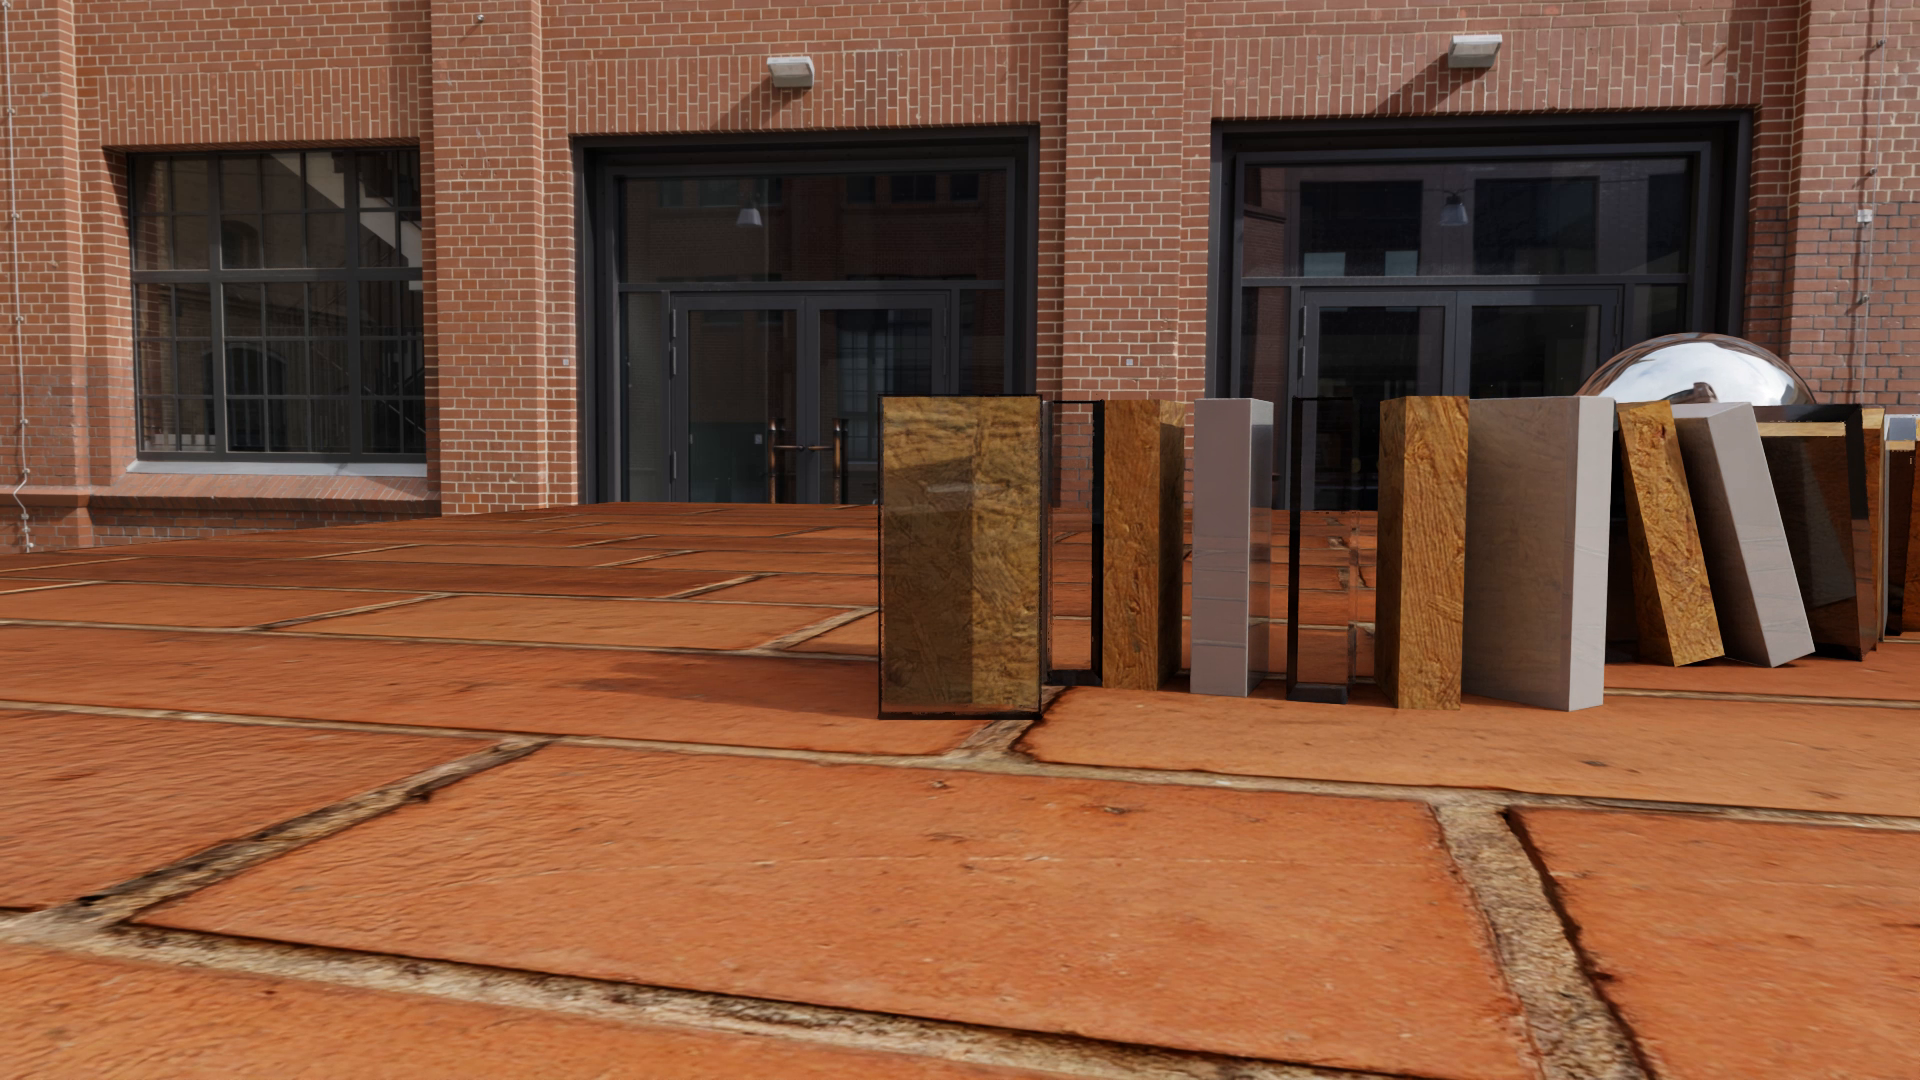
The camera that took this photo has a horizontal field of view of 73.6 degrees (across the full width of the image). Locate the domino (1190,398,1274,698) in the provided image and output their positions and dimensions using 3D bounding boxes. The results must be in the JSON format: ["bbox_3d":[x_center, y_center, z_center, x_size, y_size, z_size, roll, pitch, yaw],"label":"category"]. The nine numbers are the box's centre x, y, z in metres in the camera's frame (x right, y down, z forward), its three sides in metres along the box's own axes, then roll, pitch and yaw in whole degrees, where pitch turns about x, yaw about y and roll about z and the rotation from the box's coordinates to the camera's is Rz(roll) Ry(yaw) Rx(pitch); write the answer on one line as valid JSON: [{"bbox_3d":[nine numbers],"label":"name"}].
[{"bbox_3d":[0.048,0.001,0.227,0.009,0.050,0.025,2,5,22],"label":"domino"}]

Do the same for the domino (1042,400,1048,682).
[{"bbox_3d":[0.003,0.000,0.231,0.025,0.050,0.010,3,5,36],"label":"domino"}]

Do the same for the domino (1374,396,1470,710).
[{"bbox_3d":[0.077,0.001,0.216,0.009,0.050,0.025,1,4,9],"label":"domino"}]

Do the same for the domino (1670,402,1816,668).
[{"bbox_3d":[0.149,-0.002,0.254,0.009,0.050,0.025,-19,6,-6],"label":"domino"}]

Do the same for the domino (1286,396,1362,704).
[{"bbox_3d":[0.063,0.001,0.221,0.009,0.050,0.025,2,5,21],"label":"domino"}]

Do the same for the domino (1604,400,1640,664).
[{"bbox_3d":[0.123,-0.002,0.257,0.010,0.050,0.025,-7,4,3],"label":"domino"}]

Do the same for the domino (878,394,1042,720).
[{"bbox_3d":[0.000,0.002,0.201,0.025,0.050,0.010,0,4,0],"label":"domino"}]

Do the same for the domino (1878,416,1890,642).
[{"bbox_3d":[0.184,-0.002,0.276,0.025,0.050,0.010,3,36,39],"label":"domino"}]

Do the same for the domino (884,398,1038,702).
[{"bbox_3d":[0.000,0.001,0.216,0.025,0.050,0.009,0,4,5],"label":"domino"}]

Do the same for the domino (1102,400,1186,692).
[{"bbox_3d":[0.034,0.000,0.232,0.009,0.050,0.025,2,5,20],"label":"domino"}]

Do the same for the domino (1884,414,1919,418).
[{"bbox_3d":[0.215,-0.004,0.298,0.025,0.050,0.010,3,31,32],"label":"domino"}]

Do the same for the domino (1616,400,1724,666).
[{"bbox_3d":[0.136,-0.002,0.256,0.009,0.050,0.025,-14,4,3],"label":"domino"}]

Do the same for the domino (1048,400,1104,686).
[{"bbox_3d":[0.020,0.000,0.237,0.009,0.050,0.025,0,4,-3],"label":"domino"}]

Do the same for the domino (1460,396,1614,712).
[{"bbox_3d":[0.094,0.001,0.215,0.009,0.050,0.025,-3,5,-33],"label":"domino"}]

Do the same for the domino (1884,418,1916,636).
[{"bbox_3d":[0.194,-0.003,0.283,0.025,0.050,0.009,3,36,34],"label":"domino"}]

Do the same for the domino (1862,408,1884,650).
[{"bbox_3d":[0.175,-0.002,0.265,0.025,0.050,0.010,3,30,39],"label":"domino"}]

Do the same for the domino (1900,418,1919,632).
[{"bbox_3d":[0.205,-0.003,0.289,0.025,0.050,0.010,3,36,34],"label":"domino"}]

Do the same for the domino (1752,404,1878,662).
[{"bbox_3d":[0.165,-0.002,0.256,0.009,0.050,0.025,-30,22,-34],"label":"domino"}]

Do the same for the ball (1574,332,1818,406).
[{"bbox_3d":[0.246,-0.030,0.435,0.080,0.080,0.080,0,4,0],"label":"ball"}]
